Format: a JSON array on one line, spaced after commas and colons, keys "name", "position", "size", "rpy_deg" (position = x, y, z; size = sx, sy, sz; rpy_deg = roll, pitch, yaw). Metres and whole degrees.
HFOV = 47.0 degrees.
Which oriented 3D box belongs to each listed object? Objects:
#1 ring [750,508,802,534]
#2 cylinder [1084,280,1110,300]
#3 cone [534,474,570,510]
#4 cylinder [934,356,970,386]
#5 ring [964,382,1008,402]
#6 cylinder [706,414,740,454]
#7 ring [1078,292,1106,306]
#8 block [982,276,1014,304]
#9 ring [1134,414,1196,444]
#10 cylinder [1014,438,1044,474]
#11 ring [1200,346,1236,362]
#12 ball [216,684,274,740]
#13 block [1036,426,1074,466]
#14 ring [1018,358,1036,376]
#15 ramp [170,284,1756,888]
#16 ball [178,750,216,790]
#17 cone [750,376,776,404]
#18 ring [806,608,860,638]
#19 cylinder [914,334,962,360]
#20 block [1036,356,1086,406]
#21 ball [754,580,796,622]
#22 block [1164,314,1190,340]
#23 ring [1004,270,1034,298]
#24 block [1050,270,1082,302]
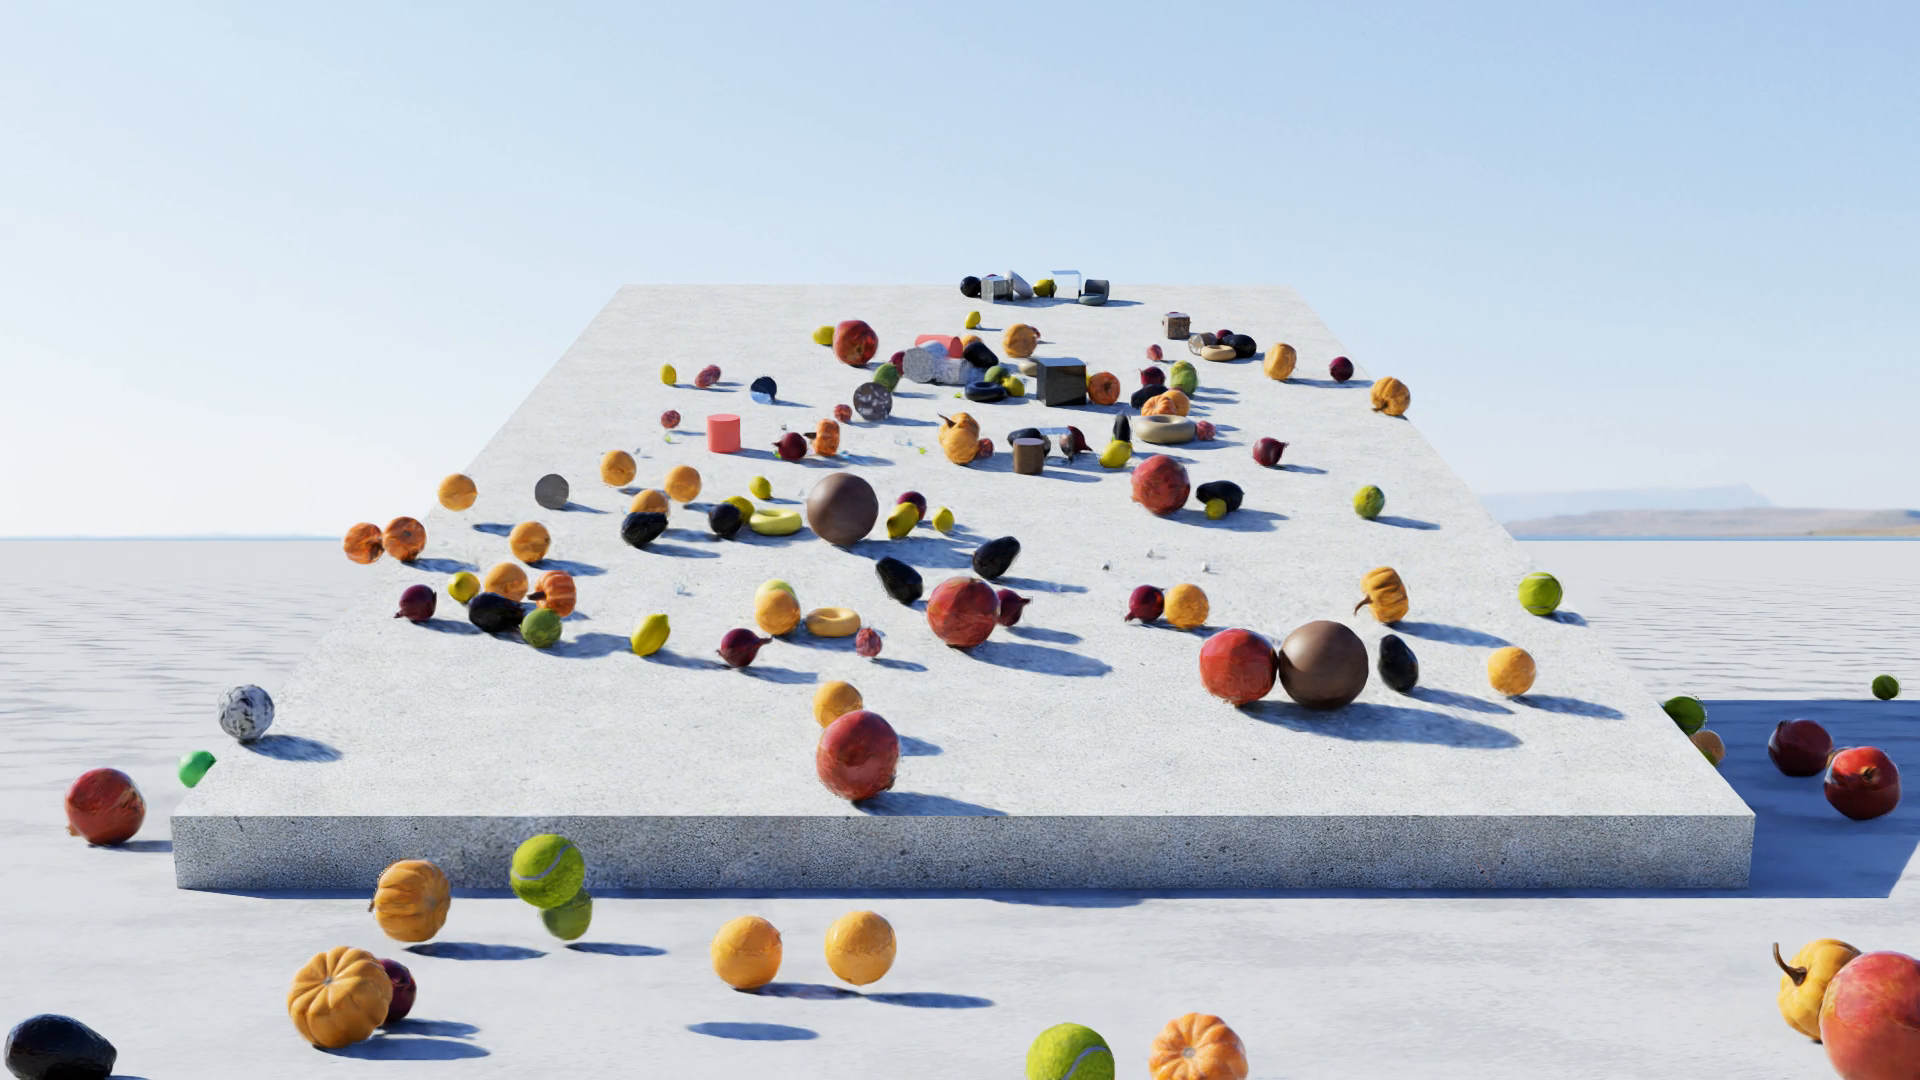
[{"name": "ring", "position": [-0.337, -0.033, 4.040], "size": [0.098, 0.033, 0.098], "rpy_deg": [0, 15, 0]}, {"name": "cylinder", "position": [0.394, -0.720, 6.362], "size": [0.059, 0.059, 0.059], "rpy_deg": [6, 2, 19]}, {"name": "cone", "position": [-0.768, -0.085, 4.217], "size": [0.069, 0.069, 0.069], "rpy_deg": [0, -11, 8]}, {"name": "cylinder", "position": [-0.019, -0.402, 5.258], "size": [0.062, 0.062, 0.062], "rpy_deg": [14, 6, 25]}, {"name": "ring", "position": [0.060, -0.342, 5.101], "size": [0.101, 0.034, 0.101], "rpy_deg": [0, 18, 0]}, {"name": "cylinder", "position": [-0.494, -0.223, 4.627], "size": [0.069, 0.069, 0.069], "rpy_deg": [0, 16, 0]}, {"name": "ring", "position": [0.378, -0.687, 6.306], "size": [0.080, 0.027, 0.080], "rpy_deg": [1, 18, 0]}, {"name": "block", "position": [0.107, -0.718, 6.339], "size": [0.067, 0.067, 0.067], "rpy_deg": [-9, 19, -29]}, {"name": "ring", "position": [0.439, -0.237, 4.724], "size": [0.134, 0.045, 0.134], "rpy_deg": [1, 15, 0]}, {"name": "cylinder", "position": [0.138, -0.169, 4.454], "size": [0.062, 0.062, 0.062], "rpy_deg": [0, 16, 0]}, {"name": "ring", "position": [0.649, -0.470, 5.551], "size": [0.089, 0.030, 0.089], "rpy_deg": [1, 16, 0]}, {"name": "ball", "position": [-0.980, 0.236, 3.031], "size": [0.076, 0.076, 0.076], "rpy_deg": [0, 0, 0]}, {"name": "block", "position": [0.194, -0.192, 4.533], "size": [0.064, 0.064, 0.064], "rpy_deg": [-3, 16, -10]}, {"name": "ring", "position": [0.192, -0.421, 5.376], "size": [0.099, 0.033, 0.099], "rpy_deg": [3, 18, -1]}, {"name": "ramp", "position": [-0.002, -0.162, 4.721], "size": [2.000, 0.100, 4.000], "rpy_deg": [0, 16, 0]}, {"name": "ball", "position": [-1.341, 0.406, 3.893], "size": [0.070, 0.070, 0.070], "rpy_deg": [0, 0, 0]}, {"name": "cone", "position": [-0.439, -0.336, 5.086], "size": [0.066, 0.066, 0.066], "rpy_deg": [0, -11, 19]}, {"name": "ring", "position": [-0.200, 0.129, 3.485], "size": [0.088, 0.029, 0.088], "rpy_deg": [1, 17, 0]}, {"name": "cylinder", "position": [-0.054, -0.454, 5.382], "size": [0.093, 0.093, 0.093], "rpy_deg": [7, 3, 22]}, {"name": "block", "position": [0.232, -0.363, 5.069], "size": [0.093, 0.093, 0.093], "rpy_deg": [-3, 16, -11]}, {"name": "ball", "position": [-0.295, 0.096, 3.530], "size": [0.067, 0.067, 0.067], "rpy_deg": [0, 0, 0]}, {"name": "block", "position": [0.571, -0.564, 5.824], "size": [0.058, 0.058, 0.058], "rpy_deg": [-2, 16, -5]}, {"name": "ring", "position": [0.169, -0.739, 6.387], "size": [0.109, 0.036, 0.109], "rpy_deg": [40, 11, -10]}, {"name": "block", "position": [0.304, -0.732, 6.366], "size": [0.078, 0.078, 0.078], "rpy_deg": [-2, 16, -7]}]
